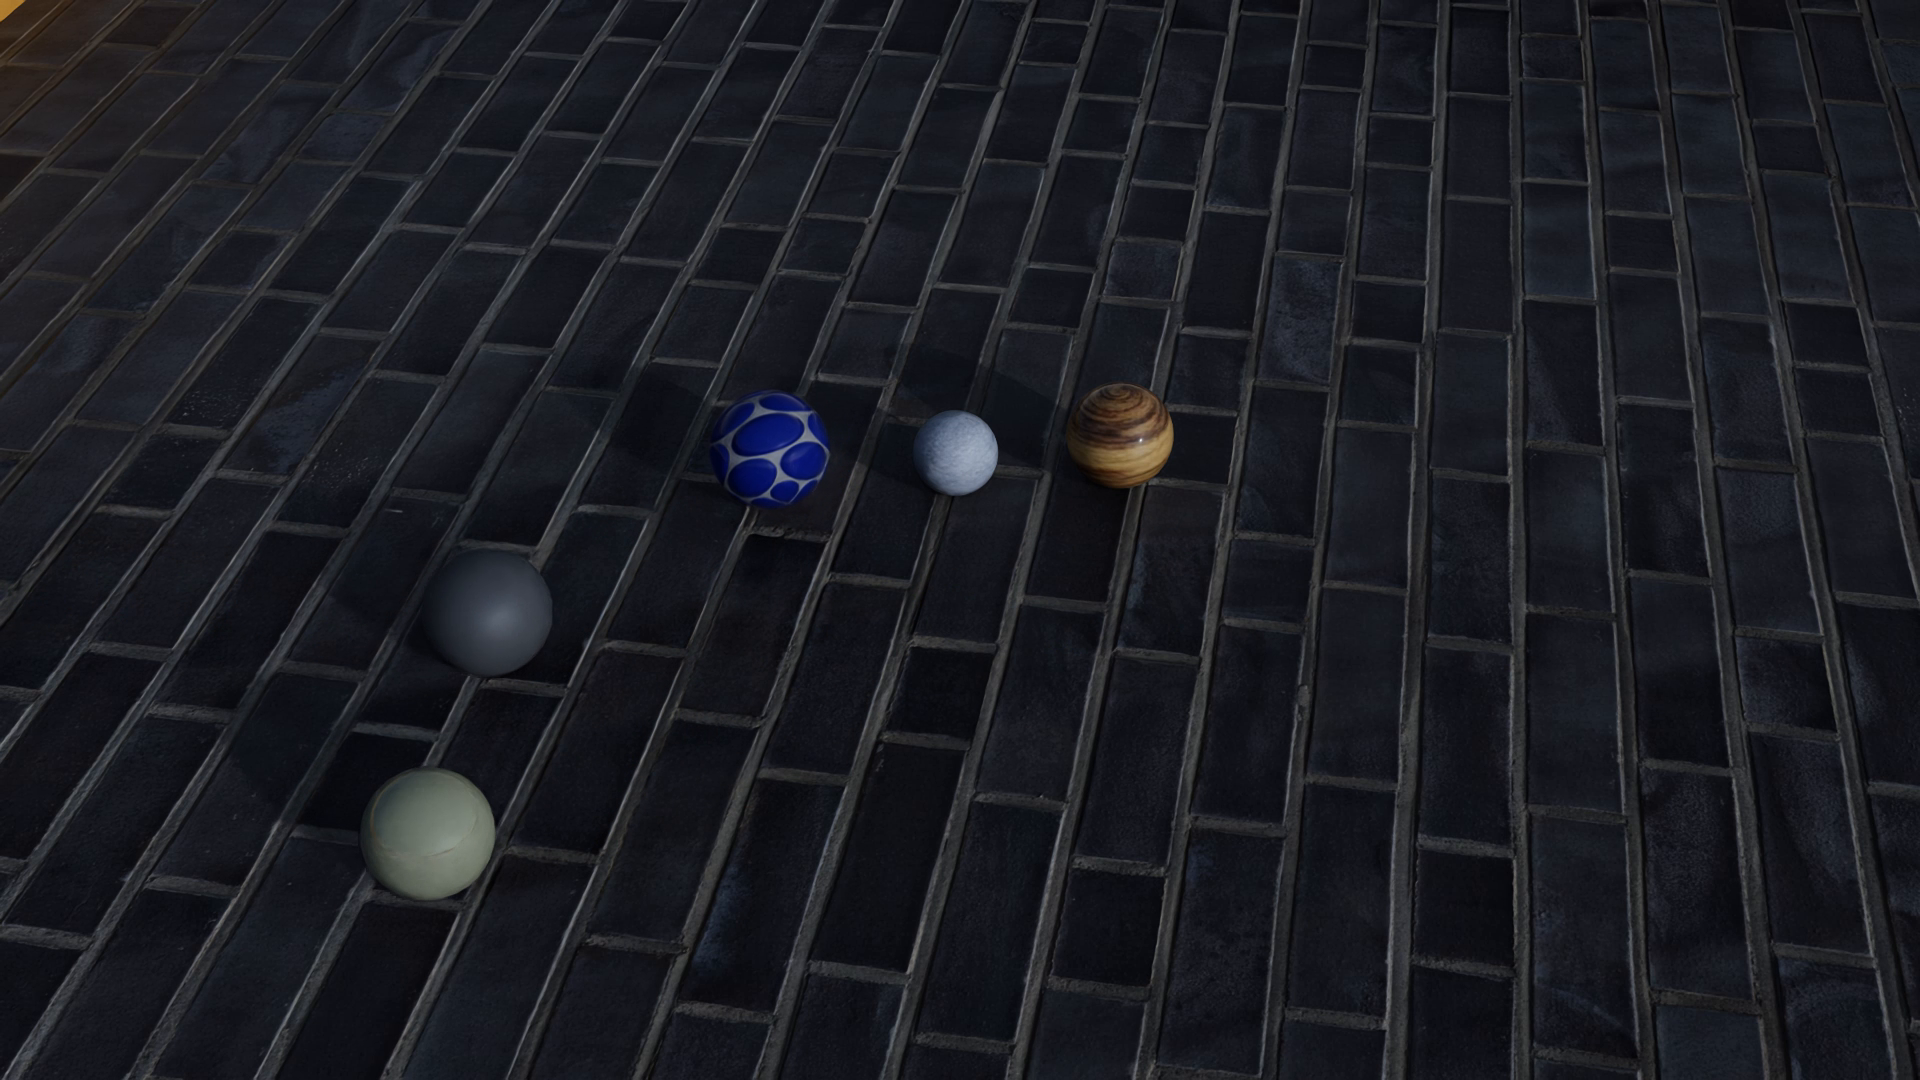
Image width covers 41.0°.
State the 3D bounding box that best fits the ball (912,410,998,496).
[{"bbox_3d":[-0.003,-0.061,1.814,0.061,0.061,0.061,0,35,0],"label":"ball"}]

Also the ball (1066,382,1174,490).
[{"bbox_3d":[0.113,-0.074,1.819,0.076,0.076,0.076,0,35,0],"label":"ball"}]

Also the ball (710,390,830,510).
[{"bbox_3d":[-0.133,-0.063,1.797,0.084,0.084,0.084,0,35,0],"label":"ball"}]

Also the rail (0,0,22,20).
[{"bbox_3d":[-1.036,-0.120,1.854,0.045,0.109,2.246,6,36,8],"label":"rail"}]

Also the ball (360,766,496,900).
[{"bbox_3d":[-0.306,0.169,1.477,0.077,0.077,0.077,0,35,0],"label":"ball"}]

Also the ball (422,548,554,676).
[{"bbox_3d":[-0.303,0.046,1.644,0.083,0.083,0.083,0,35,0],"label":"ball"}]
